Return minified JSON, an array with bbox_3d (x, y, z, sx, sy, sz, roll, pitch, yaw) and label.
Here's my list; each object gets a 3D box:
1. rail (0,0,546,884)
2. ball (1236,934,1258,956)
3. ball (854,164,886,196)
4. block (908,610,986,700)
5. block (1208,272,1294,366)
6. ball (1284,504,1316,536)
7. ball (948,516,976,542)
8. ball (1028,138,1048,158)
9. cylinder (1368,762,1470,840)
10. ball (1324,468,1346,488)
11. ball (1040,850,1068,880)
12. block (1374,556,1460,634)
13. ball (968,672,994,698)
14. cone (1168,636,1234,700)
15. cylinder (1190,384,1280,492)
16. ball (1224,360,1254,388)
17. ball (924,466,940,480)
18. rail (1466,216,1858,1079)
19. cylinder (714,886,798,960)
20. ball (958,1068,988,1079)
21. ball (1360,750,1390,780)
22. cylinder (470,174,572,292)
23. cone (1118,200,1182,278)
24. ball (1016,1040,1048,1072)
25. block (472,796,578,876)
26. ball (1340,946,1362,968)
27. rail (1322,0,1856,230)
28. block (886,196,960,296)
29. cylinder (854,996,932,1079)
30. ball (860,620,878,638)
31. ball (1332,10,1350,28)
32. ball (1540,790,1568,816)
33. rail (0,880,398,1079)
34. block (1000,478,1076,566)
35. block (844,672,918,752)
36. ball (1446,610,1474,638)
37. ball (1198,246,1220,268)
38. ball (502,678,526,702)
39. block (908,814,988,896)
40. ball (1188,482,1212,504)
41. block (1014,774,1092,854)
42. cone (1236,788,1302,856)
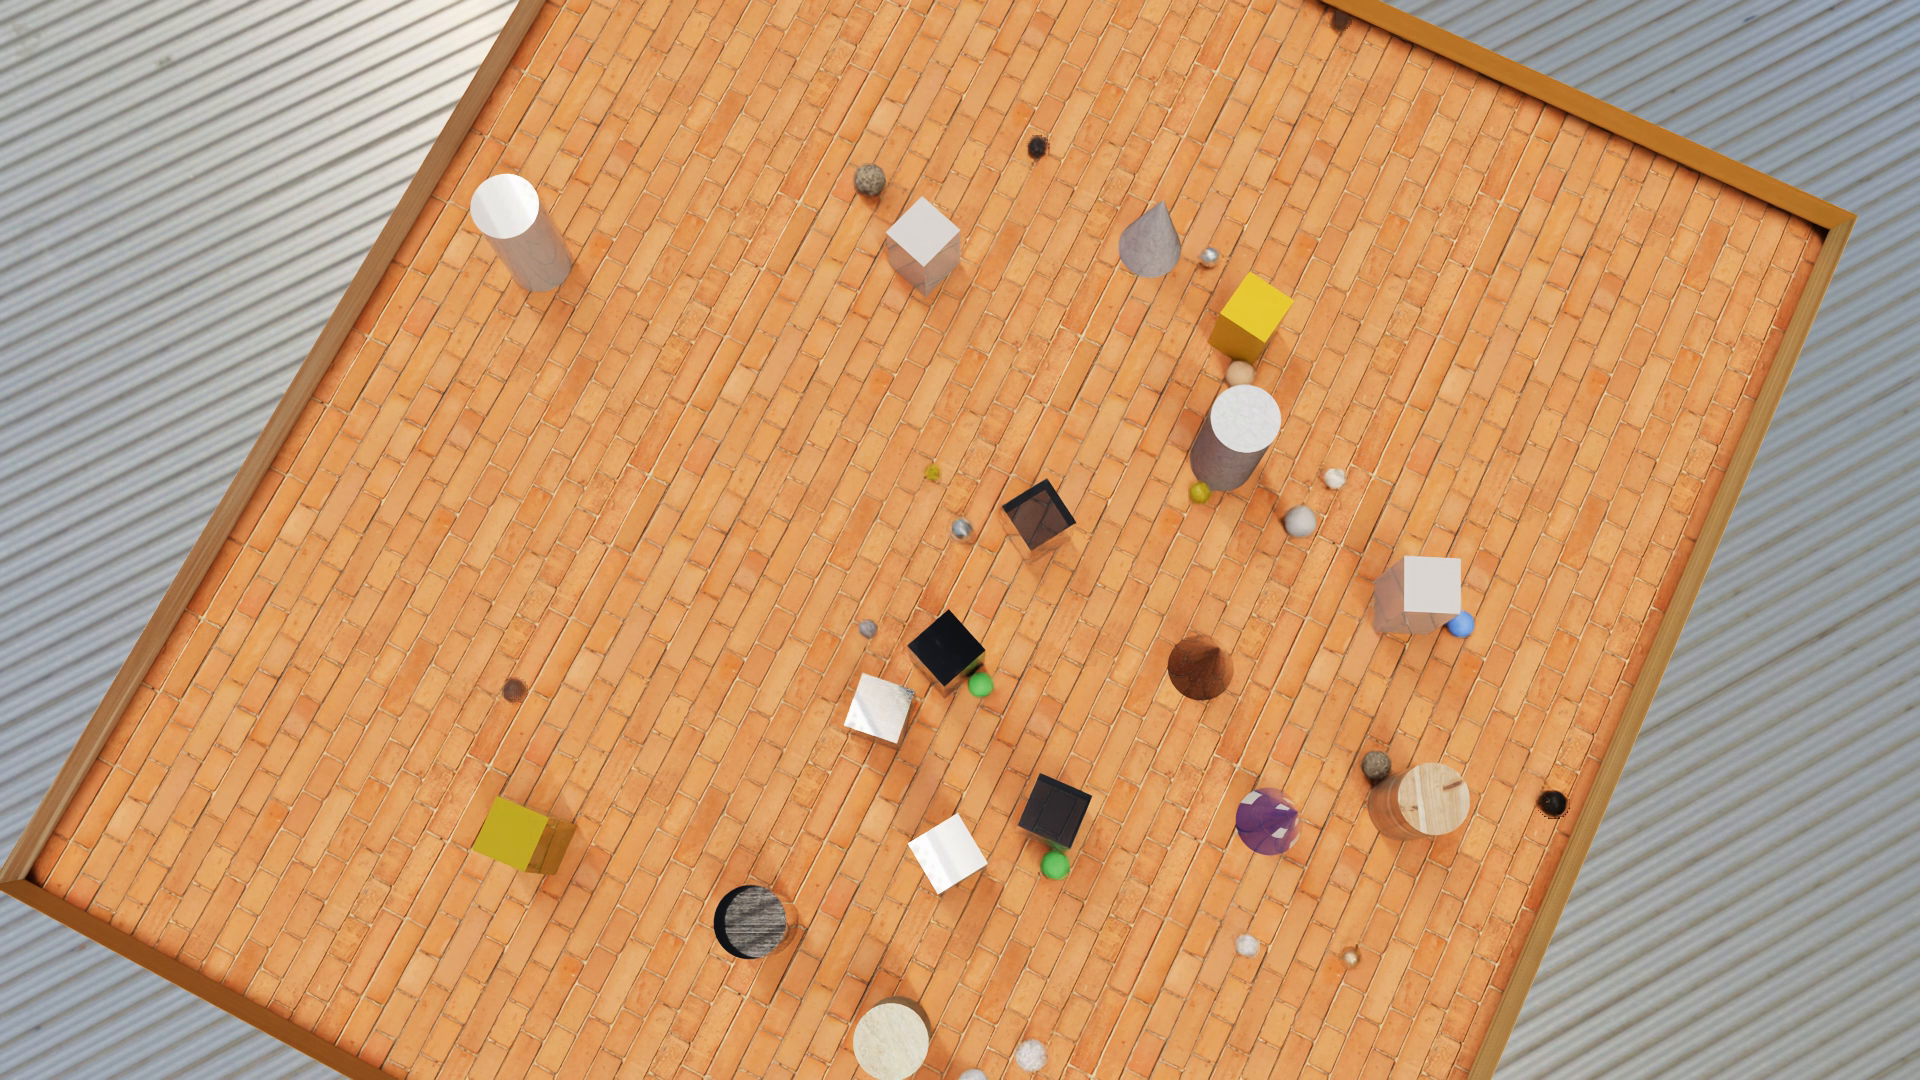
[{"bbox_3d":[-1.803,-0.876,5.731,0.045,0.130,4.327,26,80,5],"label":"rail"},{"bbox_3d":[0.835,1.181,5.339,0.065,0.065,0.065,0,78,0],"label":"ball"},{"bbox_3d":[-0.284,-1.139,5.801,0.100,0.100,0.100,0,78,0],"label":"ball"},{"bbox_3d":[-0.039,0.339,5.394,0.160,0.299,0.160,-41,81,-8],"label":"block"},{"bbox_3d":[0.887,-0.666,5.608,0.160,0.287,0.160,35,80,7],"label":"block"},{"bbox_3d":[1.036,-0.058,5.579,0.097,0.097,0.097,0,78,0],"label":"ball"},{"bbox_3d":[0.006,-0.034,5.582,0.081,0.081,0.081,0,78,0],"label":"ball"},{"bbox_3d":[0.246,-1.252,5.843,0.065,0.065,0.065,0,78,0],"label":"ball"},{"bbox_3d":[1.313,0.756,5.263,0.200,0.386,0.200,0,78,0],"label":"cylinder"},{"bbox_3d":[1.150,-0.190,5.623,0.065,0.065,0.065,0,78,0],"label":"ball"},{"bbox_3d":[0.277,0.953,5.377,0.084,0.084,0.084,0,78,0],"label":"ball"},{"bbox_3d":[1.340,0.166,5.385,0.160,0.386,0.160,3,78,1],"label":"block"},{"bbox_3d":[0.064,0.433,5.488,0.076,0.076,0.076,0,78,0],"label":"ball"},{"bbox_3d":[0.727,0.344,5.335,0.200,0.412,0.200,0,78,0],"label":"cone"},{"bbox_3d":[0.811,-0.296,5.432,0.200,0.481,0.200,0,78,0],"label":"cylinder"},{"bbox_3d":[0.867,-0.511,5.676,0.091,0.091,0.091,0,78,0],"label":"ball"},{"bbox_3d":[-0.084,-0.206,5.635,0.048,0.048,0.048,0,78,0],"label":"ball"},{"bbox_3d":[1.803,0.890,5.365,0.045,0.130,4.327,26,80,5],"label":"rail"},{"bbox_3d":[-0.574,1.083,5.195,0.200,0.387,0.200,0,78,0],"label":"cylinder"},{"bbox_3d":[0.038,1.560,5.249,0.088,0.088,0.088,0,78,0],"label":"ball"},{"bbox_3d":[1.233,0.669,5.434,0.087,0.087,0.087,0,78,0],"label":"ball"},{"bbox_3d":[-1.328,-0.926,5.571,0.200,0.466,0.200,0,78,0],"label":"cylinder"},{"bbox_3d":[0.601,-0.966,5.613,0.200,0.398,0.200,0,78,0],"label":"cone"},{"bbox_3d":[0.206,1.481,5.264,0.090,0.090,0.090,0,78,0],"label":"ball"},{"bbox_3d":[-1.239,0.849,5.242,0.160,0.390,0.160,22,79,4],"label":"block"},{"bbox_3d":[1.139,1.213,5.334,0.062,0.062,0.062,0,78,0],"label":"ball"},{"bbox_3d":[0.957,-1.867,5.936,4.079,0.130,0.045,26,80,5],"label":"rail"},{"bbox_3d":[-0.111,-0.903,5.661,0.160,0.278,0.160,43,81,8],"label":"block"},{"bbox_3d":[-0.183,1.377,5.085,0.200,0.483,0.200,0,78,0],"label":"cylinder"},{"bbox_3d":[-0.277,0.269,5.534,0.054,0.054,0.054,0,78,0],"label":"ball"},{"bbox_3d":[1.232,-1.687,5.936,0.058,0.058,0.058,0,78,0],"label":"ball"},{"bbox_3d":[1.753,0.777,5.416,0.079,0.079,0.079,0,78,0],"label":"ball"},{"bbox_3d":[-0.957,1.881,5.160,4.079,0.130,0.045,26,80,5],"label":"rail"},{"bbox_3d":[0.232,-0.051,5.503,0.160,0.244,0.160,-32,80,-6],"label":"block"},{"bbox_3d":[-0.230,0.507,5.380,0.160,0.258,0.160,18,79,4],"label":"block"},{"bbox_3d":[1.509,0.253,5.523,0.082,0.082,0.082,0,78,0],"label":"ball"},{"bbox_3d":[0.784,-0.892,5.768,0.066,0.066,0.066,0,78,0],"label":"ball"},{"bbox_3d":[-1.337,0.451,5.488,0.069,0.069,0.069,0,78,0],"label":"ball"},{"bbox_3d":[-0.033,0.901,5.227,0.160,0.397,0.160,-31,80,-6],"label":"block"},{"bbox_3d":[0.736,-0.142,5.611,0.069,0.069,0.069,0,78,0],"label":"ball"},{"bbox_3d":[0.264,0.789,5.269,0.160,0.361,0.160,23,79,5],"label":"block"},{"bbox_3d":[0.918,0.787,5.210,0.200,0.476,0.200,0,78,0],"label":"cone"}]
